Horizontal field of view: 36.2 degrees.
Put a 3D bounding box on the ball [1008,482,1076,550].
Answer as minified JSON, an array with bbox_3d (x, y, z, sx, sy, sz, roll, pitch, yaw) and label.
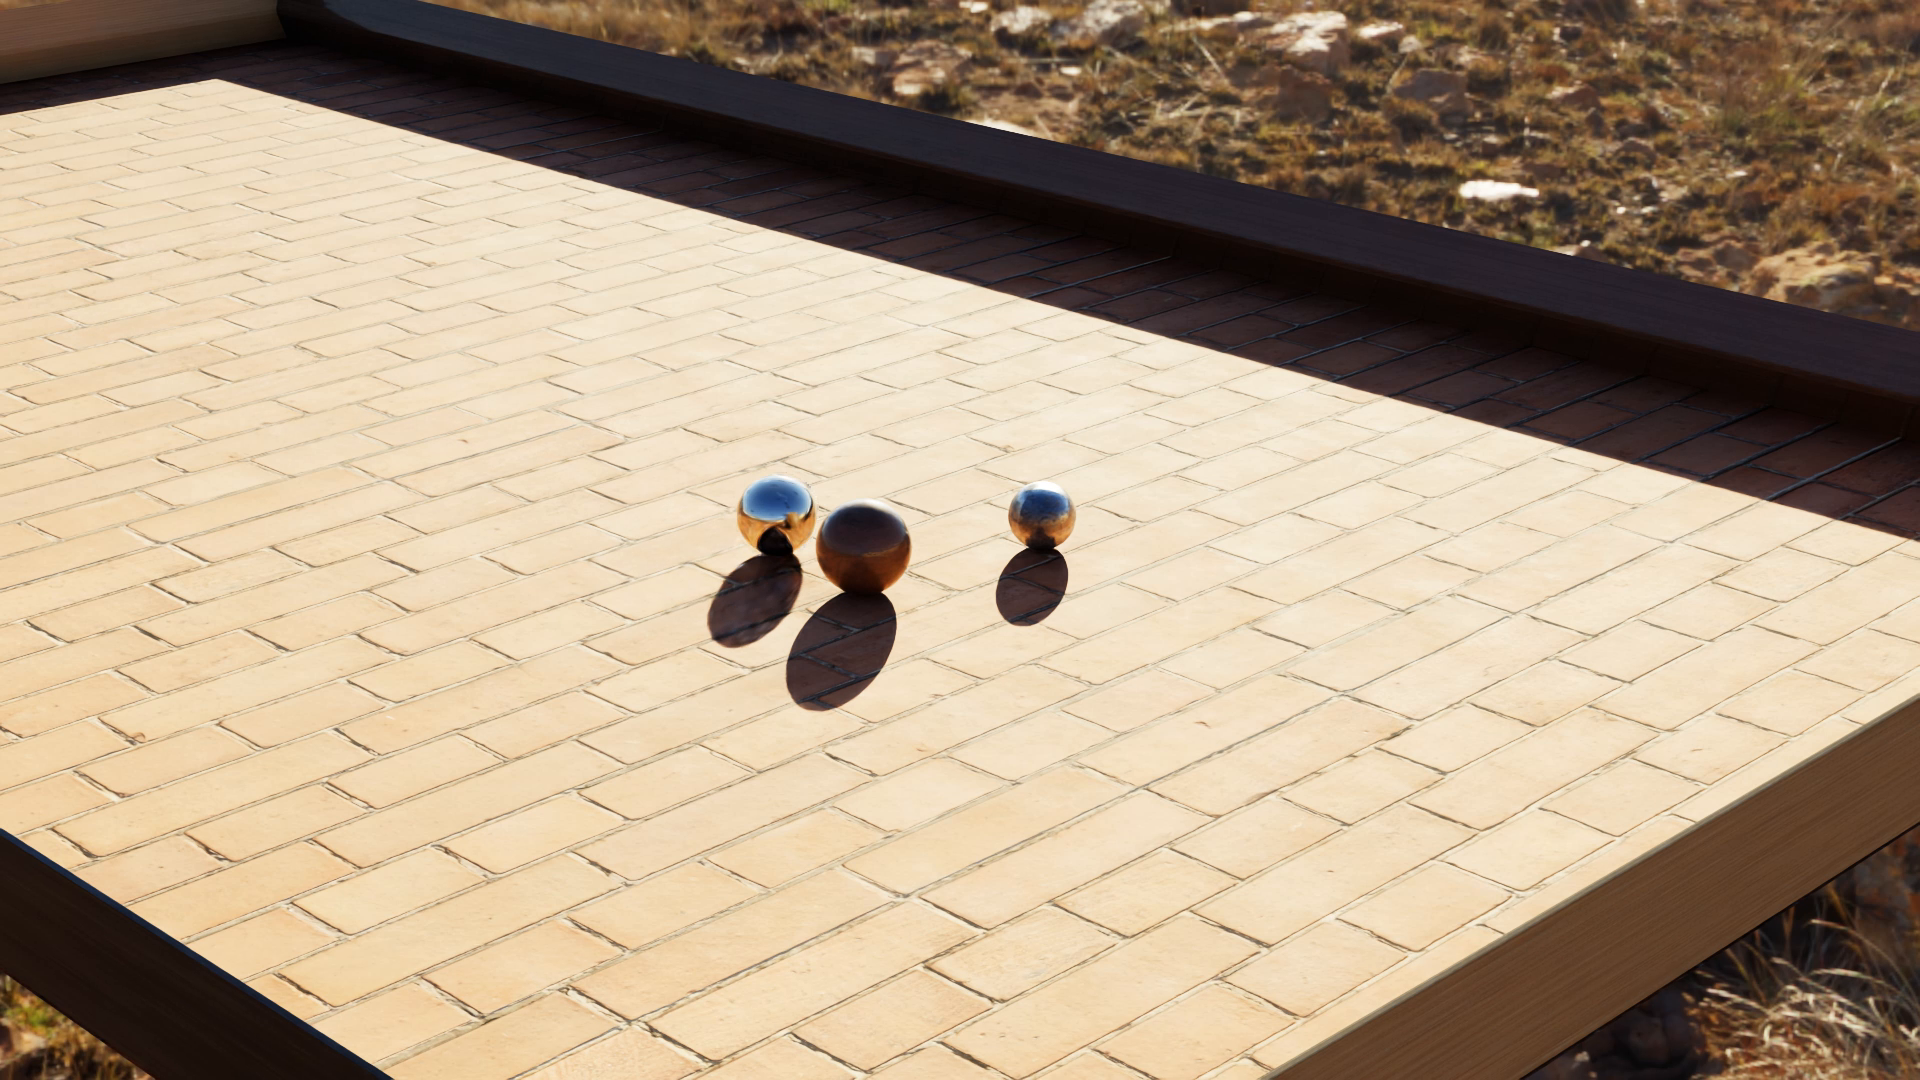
[{"bbox_3d":[0.076,-0.023,2.735,0.064,0.064,0.064,0,21,0],"label":"ball"}]

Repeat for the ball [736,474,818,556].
[{"bbox_3d":[-0.169,-0.023,2.720,0.075,0.075,0.075,0,21,0],"label":"ball"}]

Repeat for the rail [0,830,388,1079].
[{"bbox_3d":[-1.281,0.004,2.594,3.454,0.113,0.045,19,28,41],"label":"rail"}]

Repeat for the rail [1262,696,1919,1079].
[{"bbox_3d":[0.595,0.192,2.098,0.045,0.113,1.944,19,28,41],"label":"rail"}]

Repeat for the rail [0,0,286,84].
[{"bbox_3d":[-1.818,-0.662,4.345,0.045,0.113,1.944,19,28,41],"label":"rail"}]

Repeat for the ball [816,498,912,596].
[{"bbox_3d":[-0.086,0.006,2.627,0.087,0.087,0.087,0,21,0],"label":"ball"}]

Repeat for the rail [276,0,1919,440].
[{"bbox_3d":[0.058,-0.474,3.850,3.454,0.113,0.045,19,28,41],"label":"rail"}]
